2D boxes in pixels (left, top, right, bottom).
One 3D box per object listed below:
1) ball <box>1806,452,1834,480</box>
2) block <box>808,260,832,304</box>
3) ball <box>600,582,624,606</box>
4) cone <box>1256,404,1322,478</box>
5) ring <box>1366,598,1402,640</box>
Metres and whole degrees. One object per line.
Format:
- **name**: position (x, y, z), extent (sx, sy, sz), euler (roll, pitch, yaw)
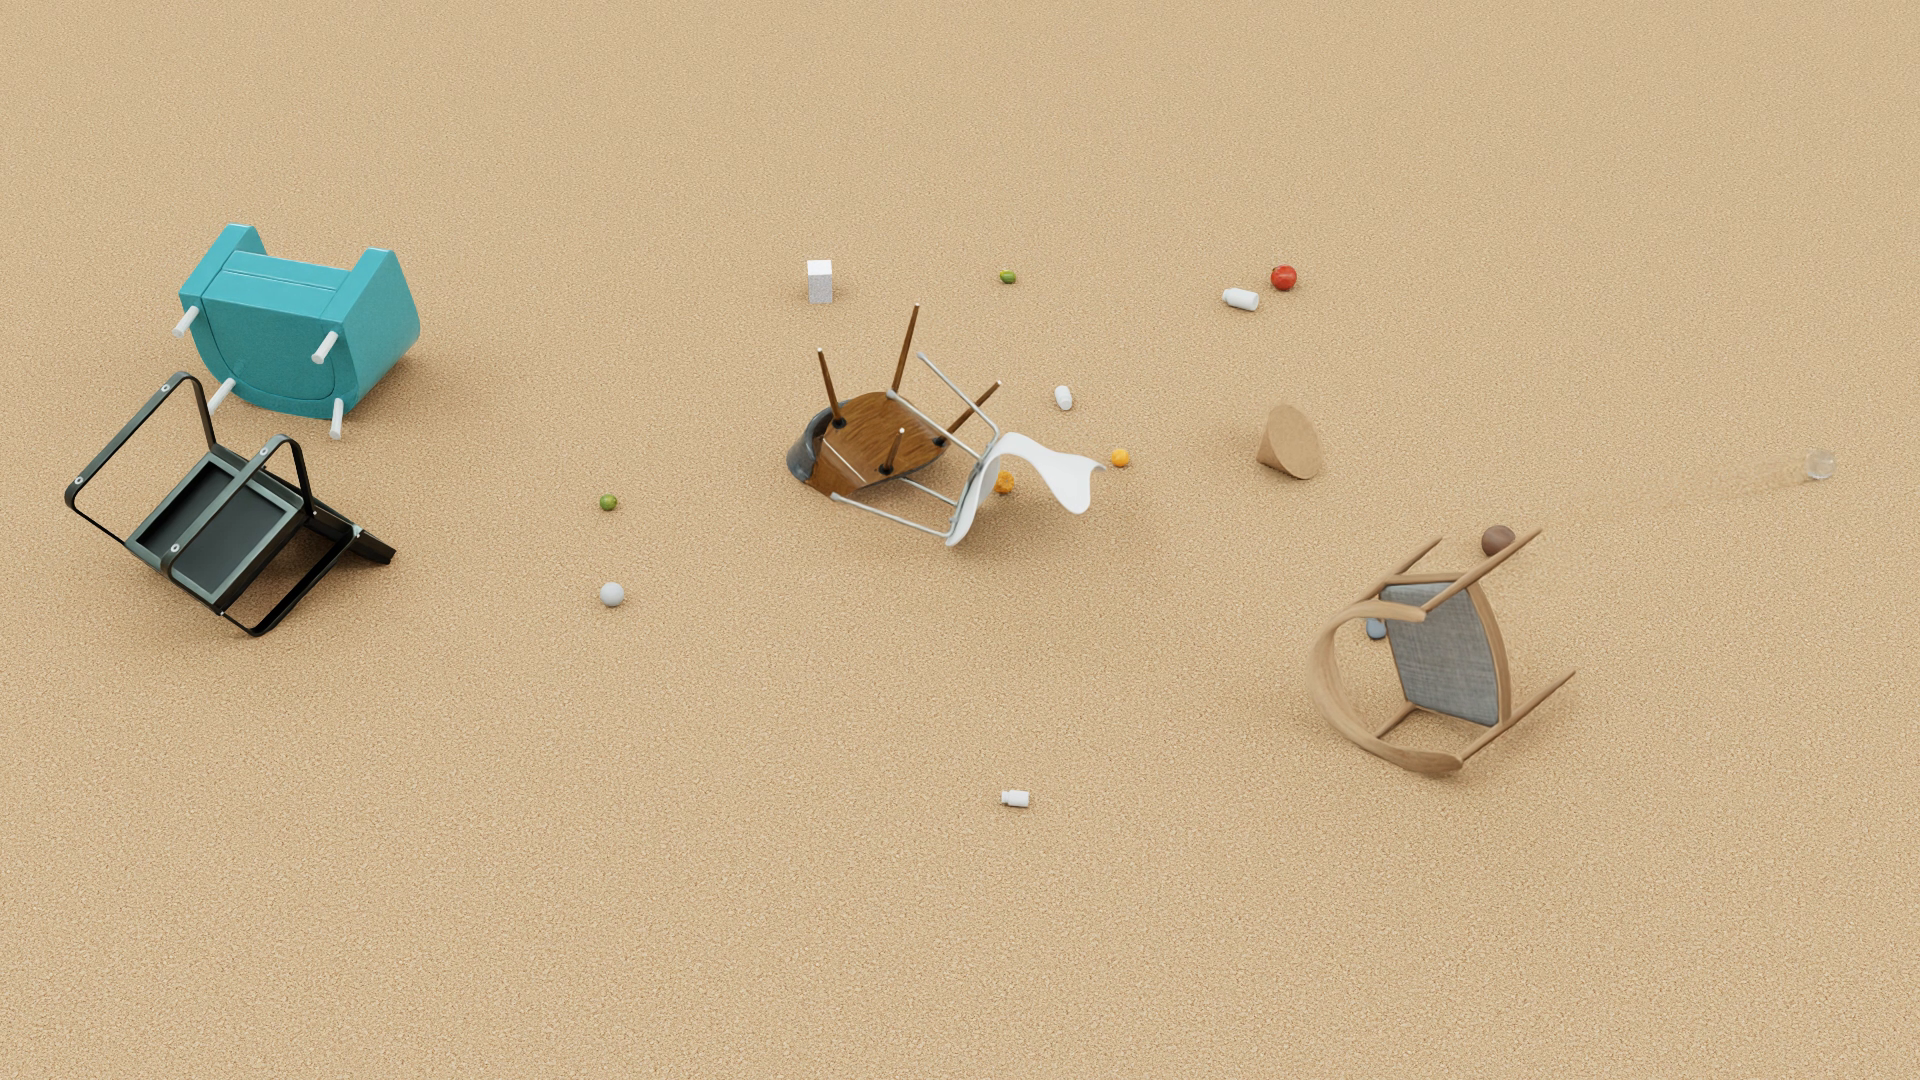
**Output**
- **ball**: position (3.309, -0.287, 11.281), extent (0.109, 0.109, 0.109), euler (0, 33, 0)
- **block**: position (-0.596, -1.100, 12.489), extent (0.099, 0.138, 0.126), euler (-2, 33, -4)
- **ball**: position (-1.254, 0.196, 10.568), extent (0.088, 0.088, 0.088), euler (0, 33, 0)
- **cone**: position (1.221, -0.349, 11.363), extent (0.196, 0.308, 0.325), euler (-25, -7, 40)
- **ring**: position (1.517, 0.279, 10.486), extent (0.108, 0.039, 0.264), euler (13, 36, 20)
